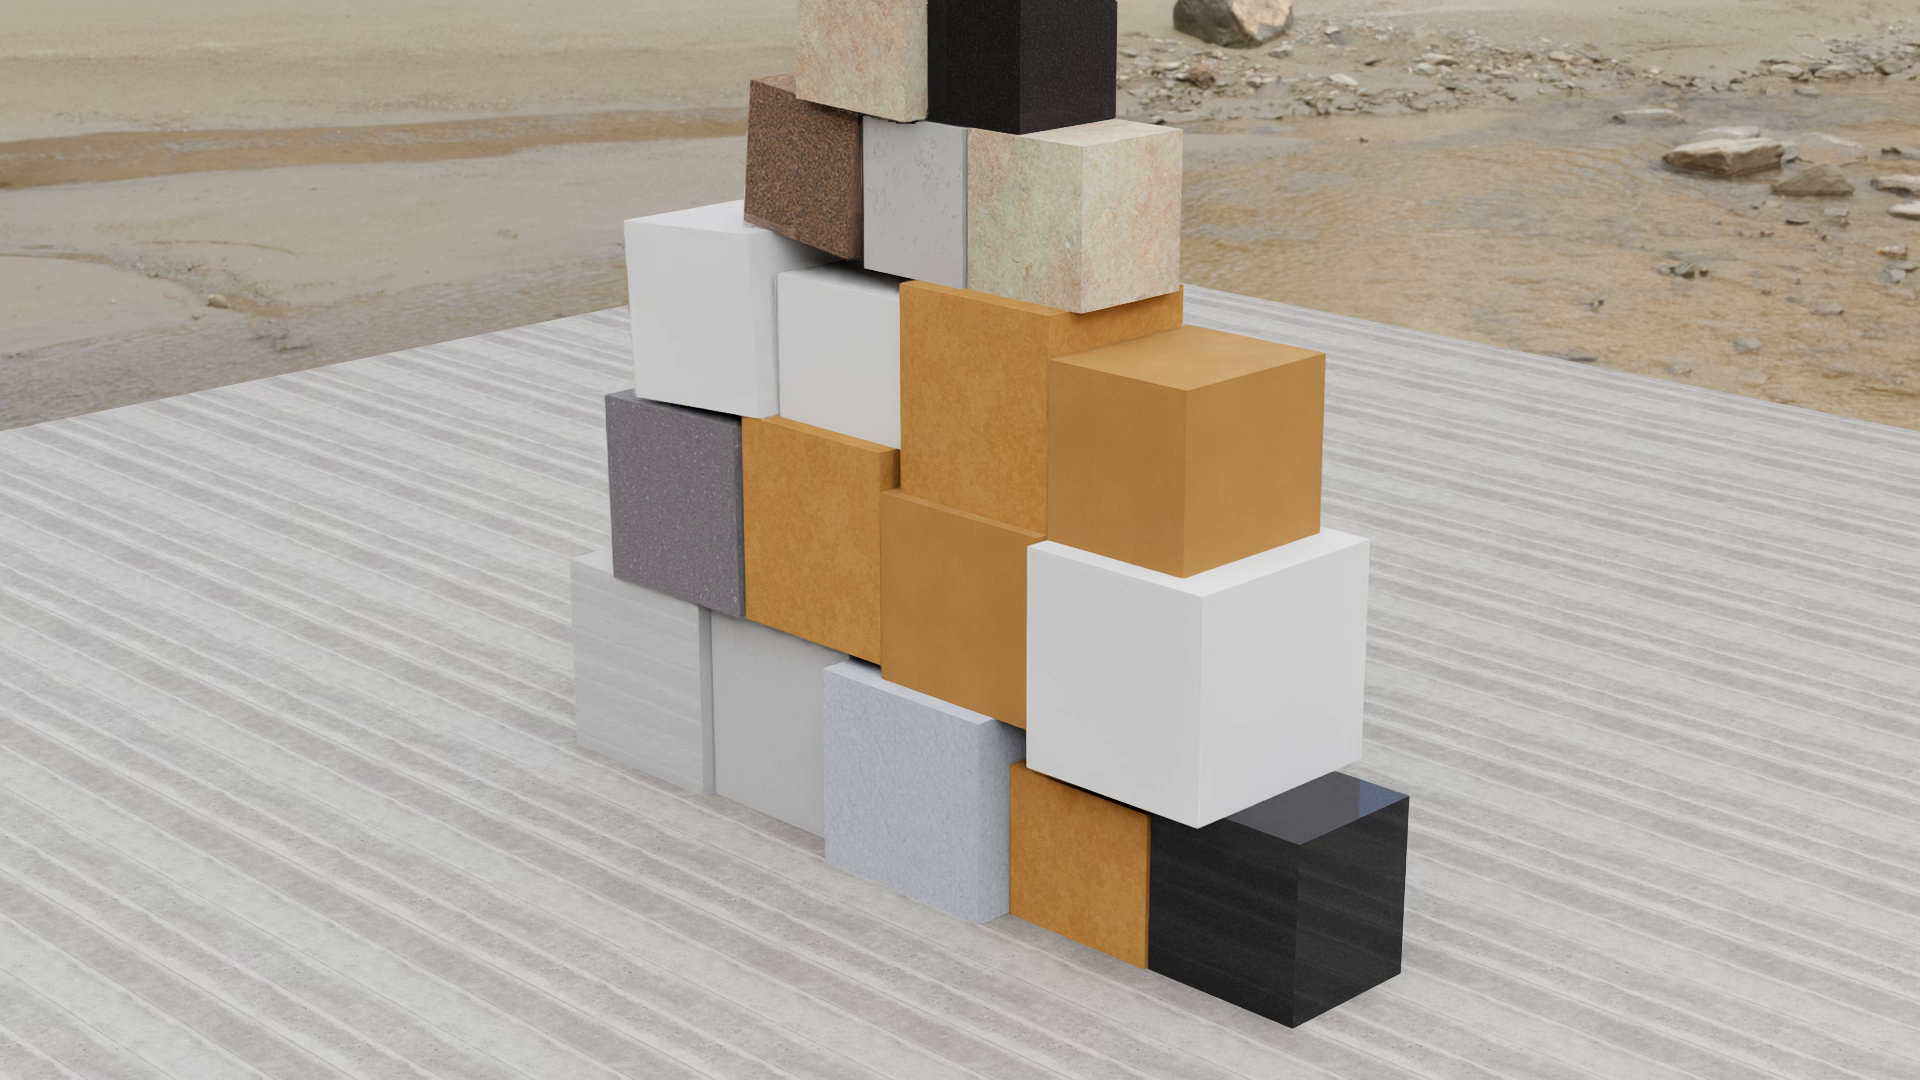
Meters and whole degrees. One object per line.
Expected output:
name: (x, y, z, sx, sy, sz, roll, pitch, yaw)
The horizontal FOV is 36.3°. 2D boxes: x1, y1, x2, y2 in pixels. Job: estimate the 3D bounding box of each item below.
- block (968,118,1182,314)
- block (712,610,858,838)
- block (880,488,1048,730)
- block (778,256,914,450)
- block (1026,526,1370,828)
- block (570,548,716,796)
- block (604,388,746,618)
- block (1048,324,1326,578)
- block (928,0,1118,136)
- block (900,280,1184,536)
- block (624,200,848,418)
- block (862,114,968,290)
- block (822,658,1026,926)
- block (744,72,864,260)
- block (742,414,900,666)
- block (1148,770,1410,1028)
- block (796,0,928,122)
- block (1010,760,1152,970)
block: (0.483, -1.398, 12.416, 0.616, 0.692, 0.660, -17, 24, -42)
block: (-0.558, 0.777, 14.190, 0.835, 1.009, 0.975, -17, 24, -42)
block: (0.312, 0.210, 13.053, 0.927, 0.874, 0.953, -17, 24, -42)
block: (-0.276, -0.875, 13.343, 0.719, 0.670, 0.844, -17, 24, -42)
block: (1.004, 0.484, 12.436, 1.080, 0.990, 0.961, -17, 24, -42)
block: (-1.272, 0.574, 14.857, 0.954, 0.997, 1.002, -17, 24, -42)
block: (-1.027, -0.273, 14.320, 0.947, 0.923, 0.992, 15, 23, 43)
block: (0.944, -0.388, 12.258, 0.882, 0.782, 0.755, -17, 24, -42)
block: (0.265, -2.065, 12.440, 0.541, 0.567, 0.593, 17, 24, 42)
block: (0.351, -0.653, 12.772, 0.844, 0.942, 0.886, -17, 24, -42)
block: (-0.916, -1.130, 13.931, 0.950, 0.848, 0.888, -17, 20, -42)
block: (0.030, -1.533, 12.854, 0.669, 0.688, 0.610, -17, 24, -42)
block: (0.133, 1.020, 13.515, 1.151, 0.949, 0.997, -17, 24, -42)
block: (-0.475, -1.727, 13.291, 0.684, 0.657, 0.709, -17, 30, -42)
block: (-0.345, -0.107, 13.670, 0.950, 0.990, 0.923, -17, 24, -42)
block: (1.340, 1.450, 12.374, 0.730, 0.815, 0.787, -17, 24, -42)
block: (-0.198, -2.229, 12.826, 0.684, 0.615, 0.765, 20, 26, 41)
block: (0.779, 1.326, 12.939, 0.782, 0.711, 0.802, -17, 24, -42)
